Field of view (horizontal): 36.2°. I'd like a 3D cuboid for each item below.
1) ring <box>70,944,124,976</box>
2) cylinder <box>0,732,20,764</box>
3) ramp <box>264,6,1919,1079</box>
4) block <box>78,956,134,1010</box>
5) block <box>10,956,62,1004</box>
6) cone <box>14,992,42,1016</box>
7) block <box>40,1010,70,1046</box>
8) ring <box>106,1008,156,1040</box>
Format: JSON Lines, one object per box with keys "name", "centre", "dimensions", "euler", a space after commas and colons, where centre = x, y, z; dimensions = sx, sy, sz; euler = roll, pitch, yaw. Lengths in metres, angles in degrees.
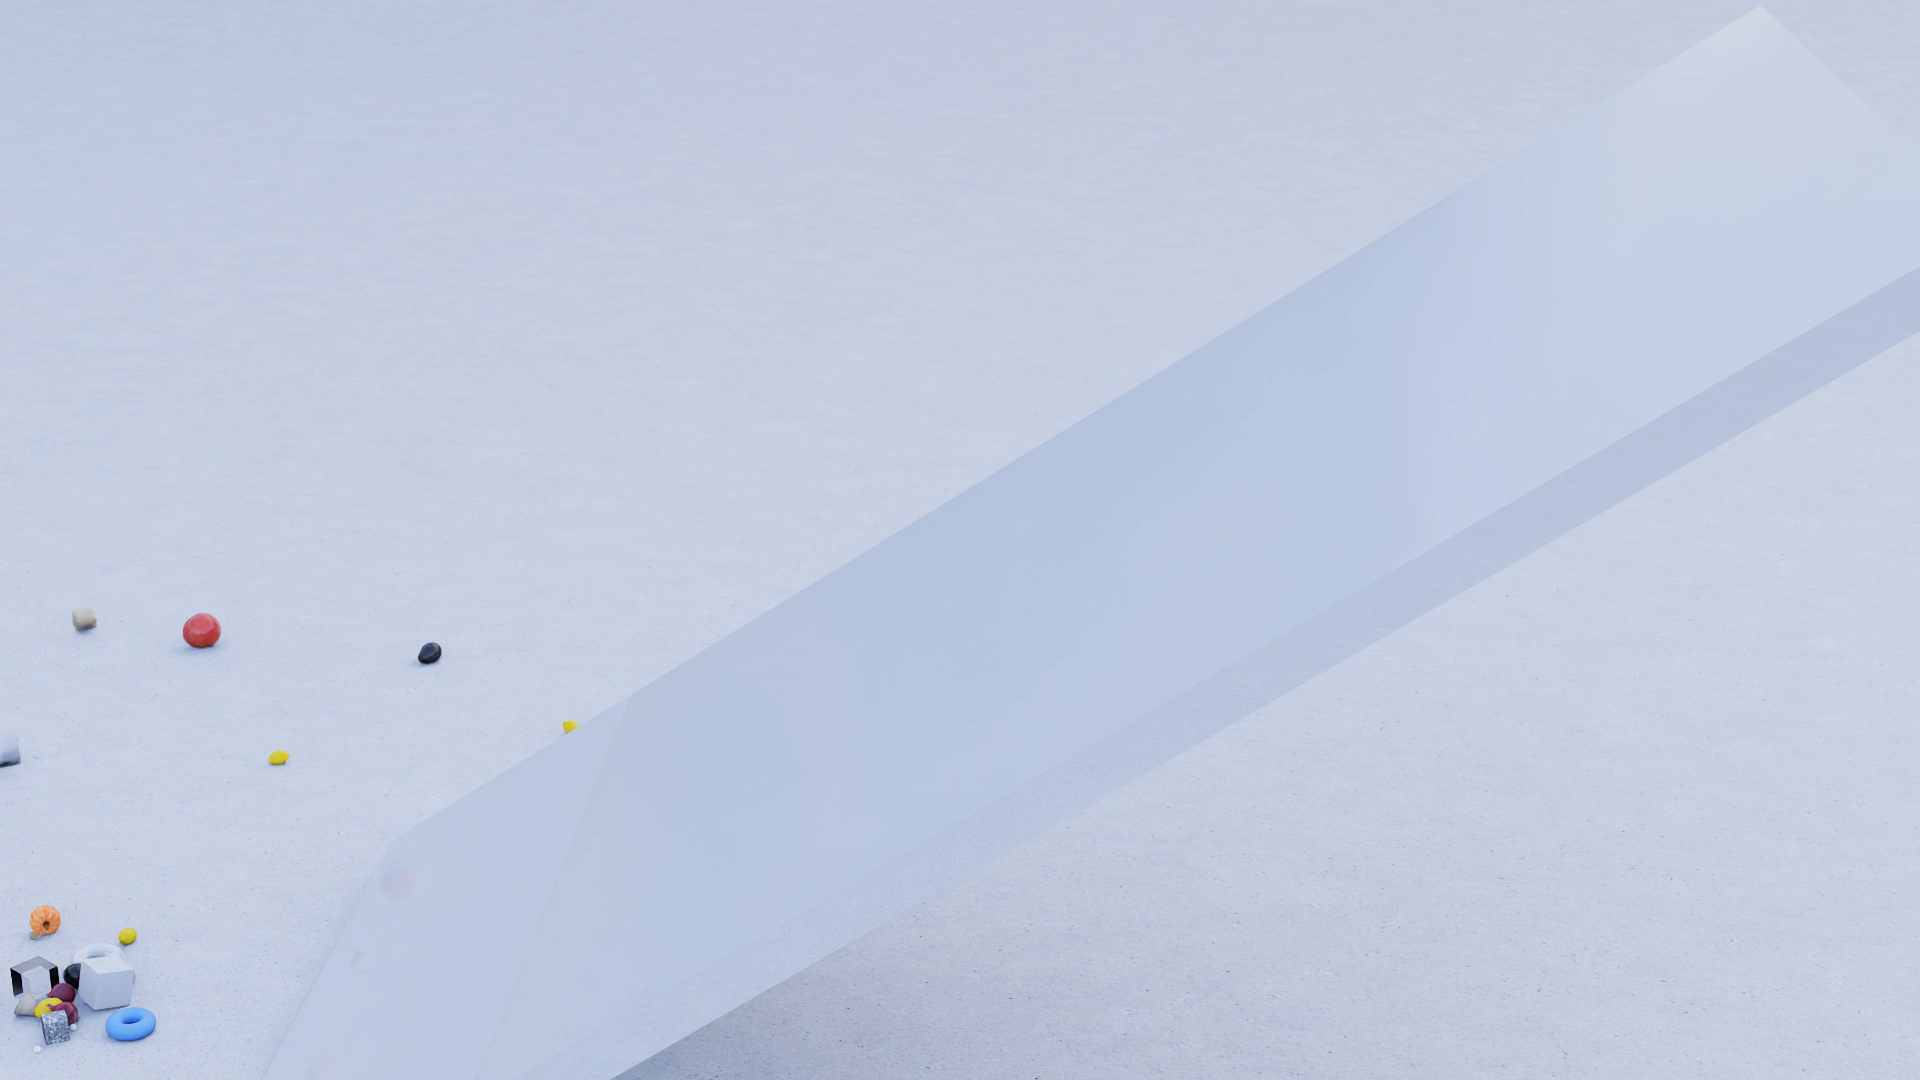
{"name": "ring", "centre": [-2.120, 1.032, 7.226], "dimensions": [0.131, 0.044, 0.131], "euler": [-1, 19, 0]}
{"name": "cylinder", "centre": [-2.716, 0.590, 8.341], "dimensions": [0.087, 0.087, 0.087], "euler": [-5, 21, -19]}
{"name": "ramp", "centre": [0.138, 0.171, 6.298], "dimensions": [4.000, 0.100, 2.000], "euler": [-31, 16, 14]}
{"name": "block", "centre": [-2.048, 1.061, 7.055], "dimensions": [0.092, 0.092, 0.092], "euler": [-1, 17, -42]}
{"name": "block", "centre": [-2.228, 1.064, 7.090], "dimensions": [0.079, 0.079, 0.079], "euler": [17, 26, 37]}
{"name": "cone", "centre": [-2.211, 1.121, 7.013], "dimensions": [0.061, 0.061, 0.061], "euler": [32, 27, 6]}
{"name": "block", "centre": [-2.125, 1.145, 6.910], "dimensions": [0.054, 0.054, 0.054], "euler": [-9, 22, -23]}
{"name": "ring", "centre": [-1.957, 1.142, 6.942], "dimensions": [0.116, 0.039, 0.116], "euler": [1, 22, 0]}
